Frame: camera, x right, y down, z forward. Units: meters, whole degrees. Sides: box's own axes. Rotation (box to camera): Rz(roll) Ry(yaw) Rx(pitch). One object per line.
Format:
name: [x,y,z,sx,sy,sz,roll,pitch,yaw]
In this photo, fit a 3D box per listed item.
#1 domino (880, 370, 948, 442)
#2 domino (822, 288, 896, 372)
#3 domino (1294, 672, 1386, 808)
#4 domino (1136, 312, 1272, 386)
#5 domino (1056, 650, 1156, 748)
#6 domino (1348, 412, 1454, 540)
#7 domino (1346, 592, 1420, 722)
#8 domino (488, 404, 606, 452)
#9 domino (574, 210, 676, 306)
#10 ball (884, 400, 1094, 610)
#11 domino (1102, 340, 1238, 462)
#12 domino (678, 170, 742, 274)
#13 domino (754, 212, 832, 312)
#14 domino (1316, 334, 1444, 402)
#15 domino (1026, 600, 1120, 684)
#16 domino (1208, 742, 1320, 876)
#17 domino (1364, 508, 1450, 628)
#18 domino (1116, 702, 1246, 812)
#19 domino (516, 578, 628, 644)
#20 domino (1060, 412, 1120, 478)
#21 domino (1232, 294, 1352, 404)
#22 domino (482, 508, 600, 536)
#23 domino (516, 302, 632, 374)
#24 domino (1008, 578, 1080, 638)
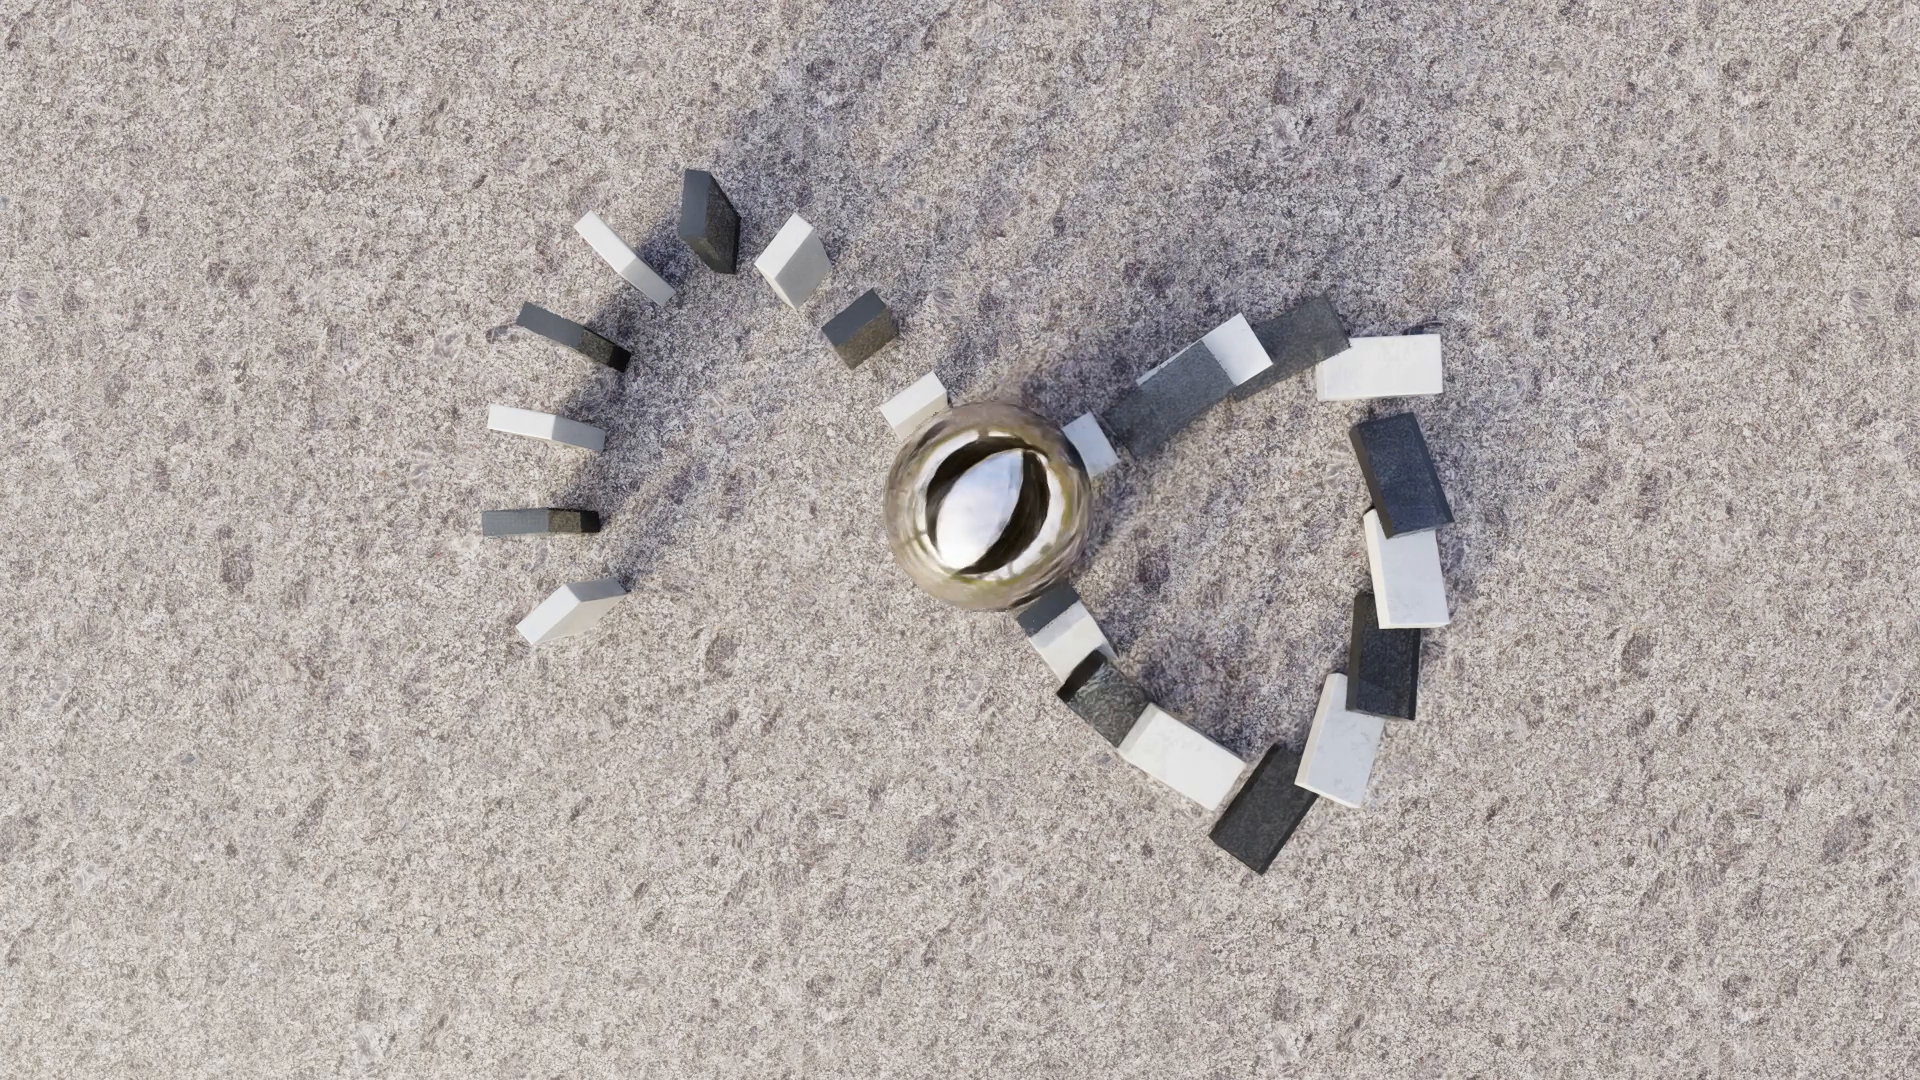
domino: [-0.018,-0.054,0.375,0.025,0.050,0.010,-35,90,0]
domino: [-0.041,-0.085,0.375,0.025,0.050,0.010,-38,90,0]
domino: [0.163,0.085,0.389,0.025,0.010,0.050,23,76,0]
domino: [0.103,-0.071,0.388,0.050,0.009,0.025,-32,90,17]
domino: [0.065,0.070,0.384,0.025,0.009,0.050,-48,120,0]
domino: [0.187,-0.027,0.389,0.025,0.009,0.050,-13,75,0]
domino: [0.180,0.050,0.389,0.025,0.009,0.050,11,75,0]
domino: [-0.168,-0.045,0.375,0.025,0.050,0.010,10,90,0]
domino: [-0.136,-0.114,0.375,0.010,0.050,0.025,-44,90,0]
ball: [0.011,-0.013,0.352,0.080,0.080,0.080,0,90,0]
domino: [0.087,-0.058,0.384,0.050,0.010,0.025,-37,89,17]
domino: [-0.101,-0.129,0.375,0.009,0.050,0.025,6,90,0]
domino: [-0.067,-0.112,0.375,0.010,0.050,0.025,38,90,0]
domino: [0.180,-0.074,0.395,0.050,0.009,0.025,-3,90,0]
domino: [0.047,0.045,0.377,0.025,0.050,0.010,-38,54,0]
domino: [0.133,0.116,0.395,0.025,0.010,0.050,35,90,0]
domino: [0.189,0.012,0.389,0.025,0.010,0.050,-1,75,0]
domino: [0.094,0.092,0.387,0.050,0.010,0.025,33,94,-17]
domino: [-0.157,0.028,0.375,0.025,0.050,0.010,-41,90,0]
domino: [0.041,-0.031,0.395,0.050,0.010,0.025,-31,90,0]
domino: [0.136,-0.081,0.389,0.050,0.009,0.025,-26,90,14]
domino: [-0.170,-0.007,0.375,0.025,0.050,0.009,-3,90,0]
domino: [-0.156,-0.082,0.375,0.025,0.050,0.010,23,90,0]
domino: [0.034,0.026,0.375,0.025,0.050,0.010,-38,90,0]
